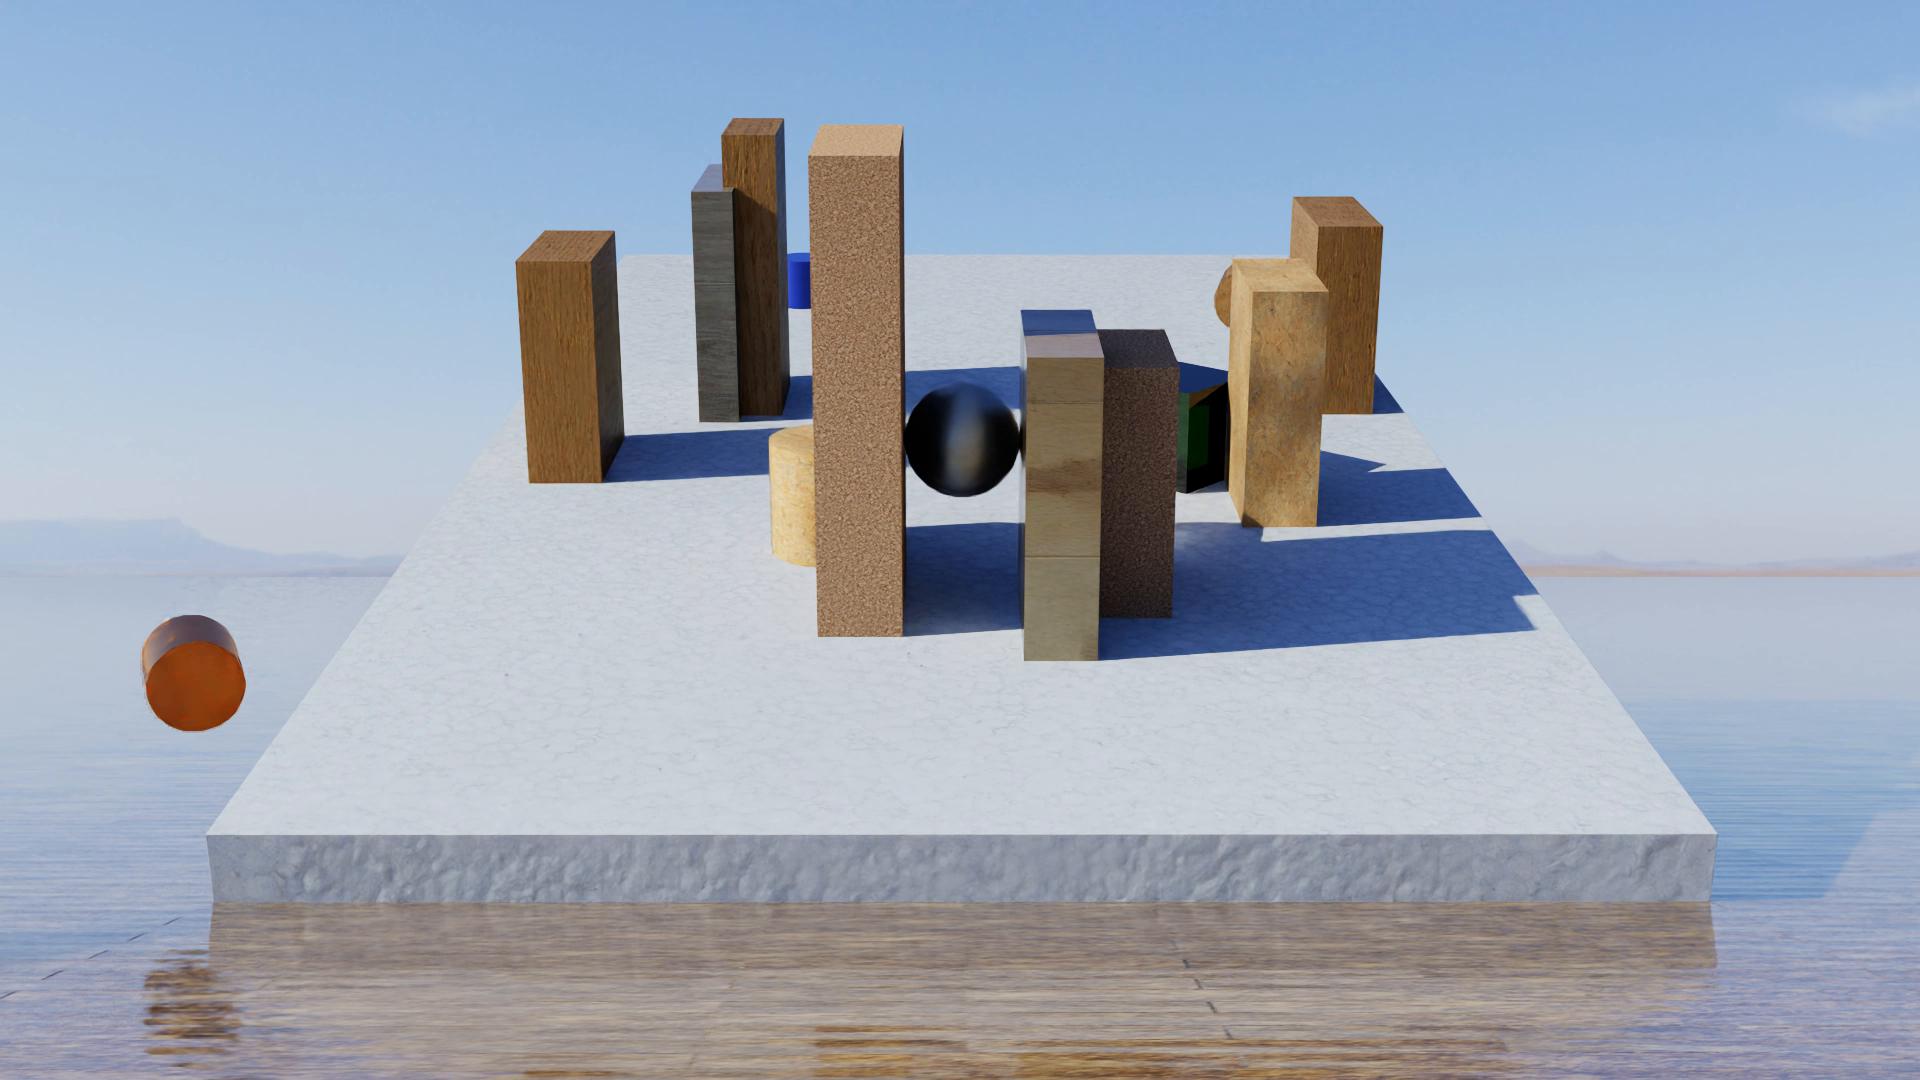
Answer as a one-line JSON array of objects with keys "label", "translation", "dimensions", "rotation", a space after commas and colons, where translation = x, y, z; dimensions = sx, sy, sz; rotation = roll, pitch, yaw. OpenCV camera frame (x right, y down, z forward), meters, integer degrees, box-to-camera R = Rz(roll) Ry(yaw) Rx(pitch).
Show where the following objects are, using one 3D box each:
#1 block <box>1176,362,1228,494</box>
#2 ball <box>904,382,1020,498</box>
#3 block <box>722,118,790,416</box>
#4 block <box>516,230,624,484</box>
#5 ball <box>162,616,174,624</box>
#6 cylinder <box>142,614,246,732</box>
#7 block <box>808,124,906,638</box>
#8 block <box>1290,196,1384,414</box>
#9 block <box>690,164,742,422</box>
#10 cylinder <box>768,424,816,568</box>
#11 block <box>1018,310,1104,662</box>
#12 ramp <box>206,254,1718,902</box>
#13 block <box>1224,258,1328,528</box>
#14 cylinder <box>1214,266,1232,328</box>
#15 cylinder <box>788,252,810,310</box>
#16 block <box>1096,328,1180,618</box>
[{"label": "block", "translation": [0.437, -0.232, 4.525], "dimensions": [0.204, 0.204, 0.204], "rotation": [15, 24, 39]}, {"label": "ball", "translation": [0.004, -0.171, 3.816], "dimensions": [0.197, 0.197, 0.197], "rotation": [0, -1, 0]}, {"label": "block", "translation": [-0.454, -0.614, 5.014], "dimensions": [0.115, 0.620, 0.274], "rotation": [0, 18, 0]}, {"label": "block", "translation": [-0.790, -0.379, 4.572], "dimensions": [0.146, 0.450, 0.331], "rotation": [0, 18, 0]}, {"label": "ball", "translation": [-5.637, 0.603, 15.995], "dimensions": [0.116, 0.116, 0.116], "rotation": [0, -1, 0]}, {"label": "cylinder", "translation": [-1.294, 0.223, 3.780], "dimensions": [0.157, 0.157, 0.157], "rotation": [0, 15, -23]}, {"label": "block", "translation": [-0.164, -0.268, 3.704], "dimensions": [0.139, 0.784, 0.350], "rotation": [0, 18, 0]}, {"label": "block", "translation": [0.848, -0.541, 5.117], "dimensions": [0.141, 0.422, 0.392], "rotation": [0, 18, 0]}, {"label": "block", "translation": [-0.530, -0.560, 5.029], "dimensions": [0.087, 0.509, 0.387], "rotation": [0, 18, 0]}, {"label": "cylinder", "translation": [-0.239, -0.083, 4.059], "dimensions": [0.209, 0.209, 0.209], "rotation": [0, 18, 0]}, {"label": "block", "translation": [0.160, -0.096, 3.644], "dimensions": [0.117, 0.495, 0.340], "rotation": [0, 18, 0]}, {"label": "ramp", "translation": [-0.004, -0.189, 4.877], "dimensions": [2.000, 0.100, 4.000], "rotation": [0, 18, 0]}, {"label": "block", "translation": [0.602, -0.287, 4.296], "dimensions": [0.138, 0.451, 0.310], "rotation": [0, 18, 0]}, {"label": "cylinder", "translation": [0.749, -0.636, 5.818], "dimensions": [0.162, 0.162, 0.162], "rotation": [0, 18, 12]}, {"label": "cylinder", "translation": [-0.425, -0.702, 6.068], "dimensions": [0.129, 0.129, 0.129], "rotation": [0, 18, 0]}, {"label": "block", "translation": [0.281, -0.118, 3.814], "dimensions": [0.146, 0.430, 0.278], "rotation": [0, 18, 0]}]
